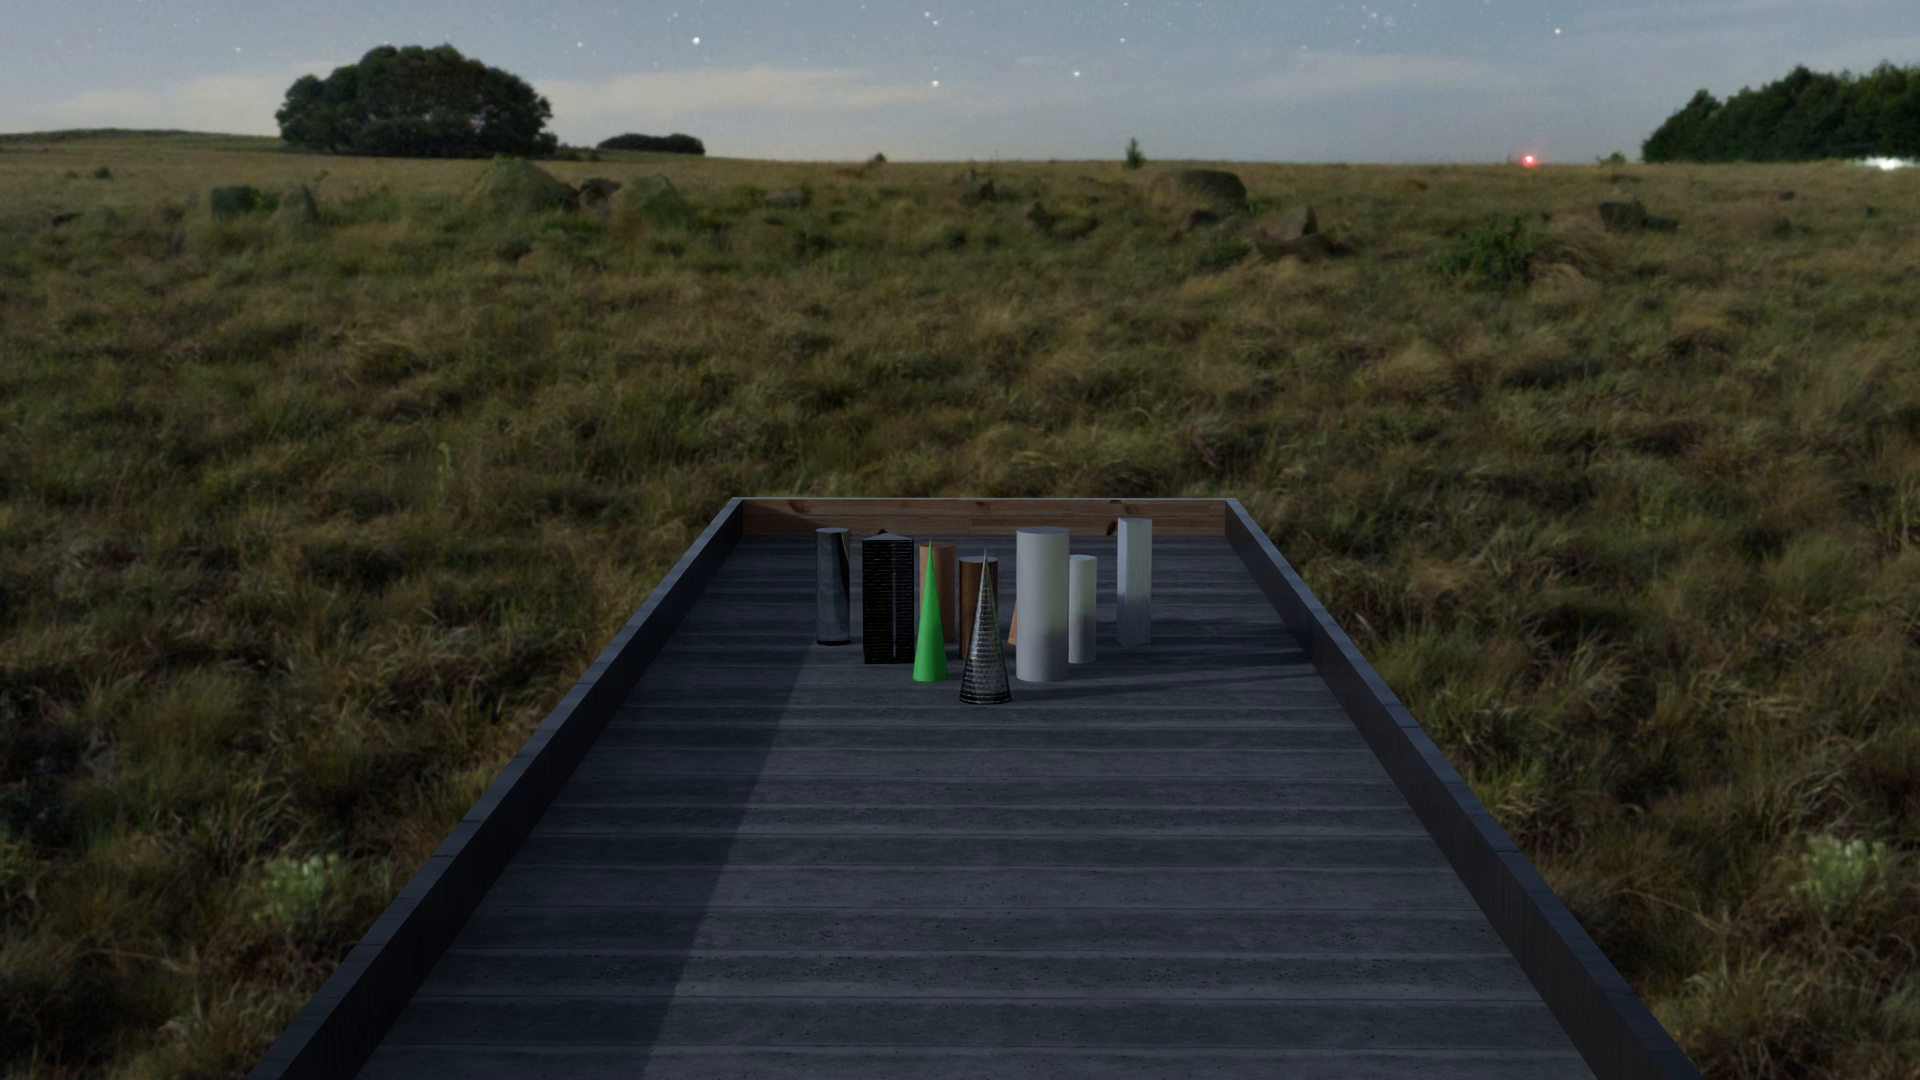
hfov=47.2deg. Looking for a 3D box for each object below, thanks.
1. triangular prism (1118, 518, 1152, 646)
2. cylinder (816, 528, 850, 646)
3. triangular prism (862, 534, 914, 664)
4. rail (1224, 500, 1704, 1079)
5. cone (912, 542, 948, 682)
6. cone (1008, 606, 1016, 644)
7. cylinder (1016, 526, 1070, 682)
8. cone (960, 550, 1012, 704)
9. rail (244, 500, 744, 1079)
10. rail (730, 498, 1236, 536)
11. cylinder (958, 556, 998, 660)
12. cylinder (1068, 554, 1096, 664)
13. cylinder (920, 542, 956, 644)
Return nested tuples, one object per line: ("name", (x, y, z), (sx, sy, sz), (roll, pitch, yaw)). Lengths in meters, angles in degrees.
("triangular prism", (0.531, 0.129, 6.938), (0.109, 0.393, 0.094), (-7, 12, -39))
("cylinder", (-0.401, 0.147, 6.934), (0.107, 0.360, 0.107), (0, 9, 0))
("triangular prism", (-0.221, 0.176, 6.688), (0.152, 0.379, 0.131), (-1, 9, -4))
("rail", (1.046, 0.843, 3.208), (0.050, 0.150, 12.000), (0, 9, 1))
("cone", (-0.086, 0.198, 6.424), (0.106, 0.418, 0.106), (0, 9, 0))
("cone", (0.214, 0.159, 6.948), (0.126, 0.331, 0.126), (0, 9, 0))
("cylinder", (0.242, 0.186, 6.440), (0.154, 0.437, 0.154), (0, 9, 0))
("cone", (0.071, 0.232, 6.154), (0.147, 0.436, 0.147), (0, 9, 0))
("rail", (-1.004, 0.839, 3.234), (0.050, 0.150, 12.000), (0, 9, 1))
("rail", (0.099, -0.098, 9.147), (2.100, 0.150, 0.050), (0, 9, 1))
("cylinder", (0.056, 0.210, 6.711), (0.119, 0.305, 0.119), (0, 9, 0))
("cylinder", (0.360, 0.209, 6.680), (0.107, 0.316, 0.107), (0, 9, 0))
("cylinder", (-0.072, 0.167, 6.969), (0.112, 0.308, 0.112), (0, 9, 0))
